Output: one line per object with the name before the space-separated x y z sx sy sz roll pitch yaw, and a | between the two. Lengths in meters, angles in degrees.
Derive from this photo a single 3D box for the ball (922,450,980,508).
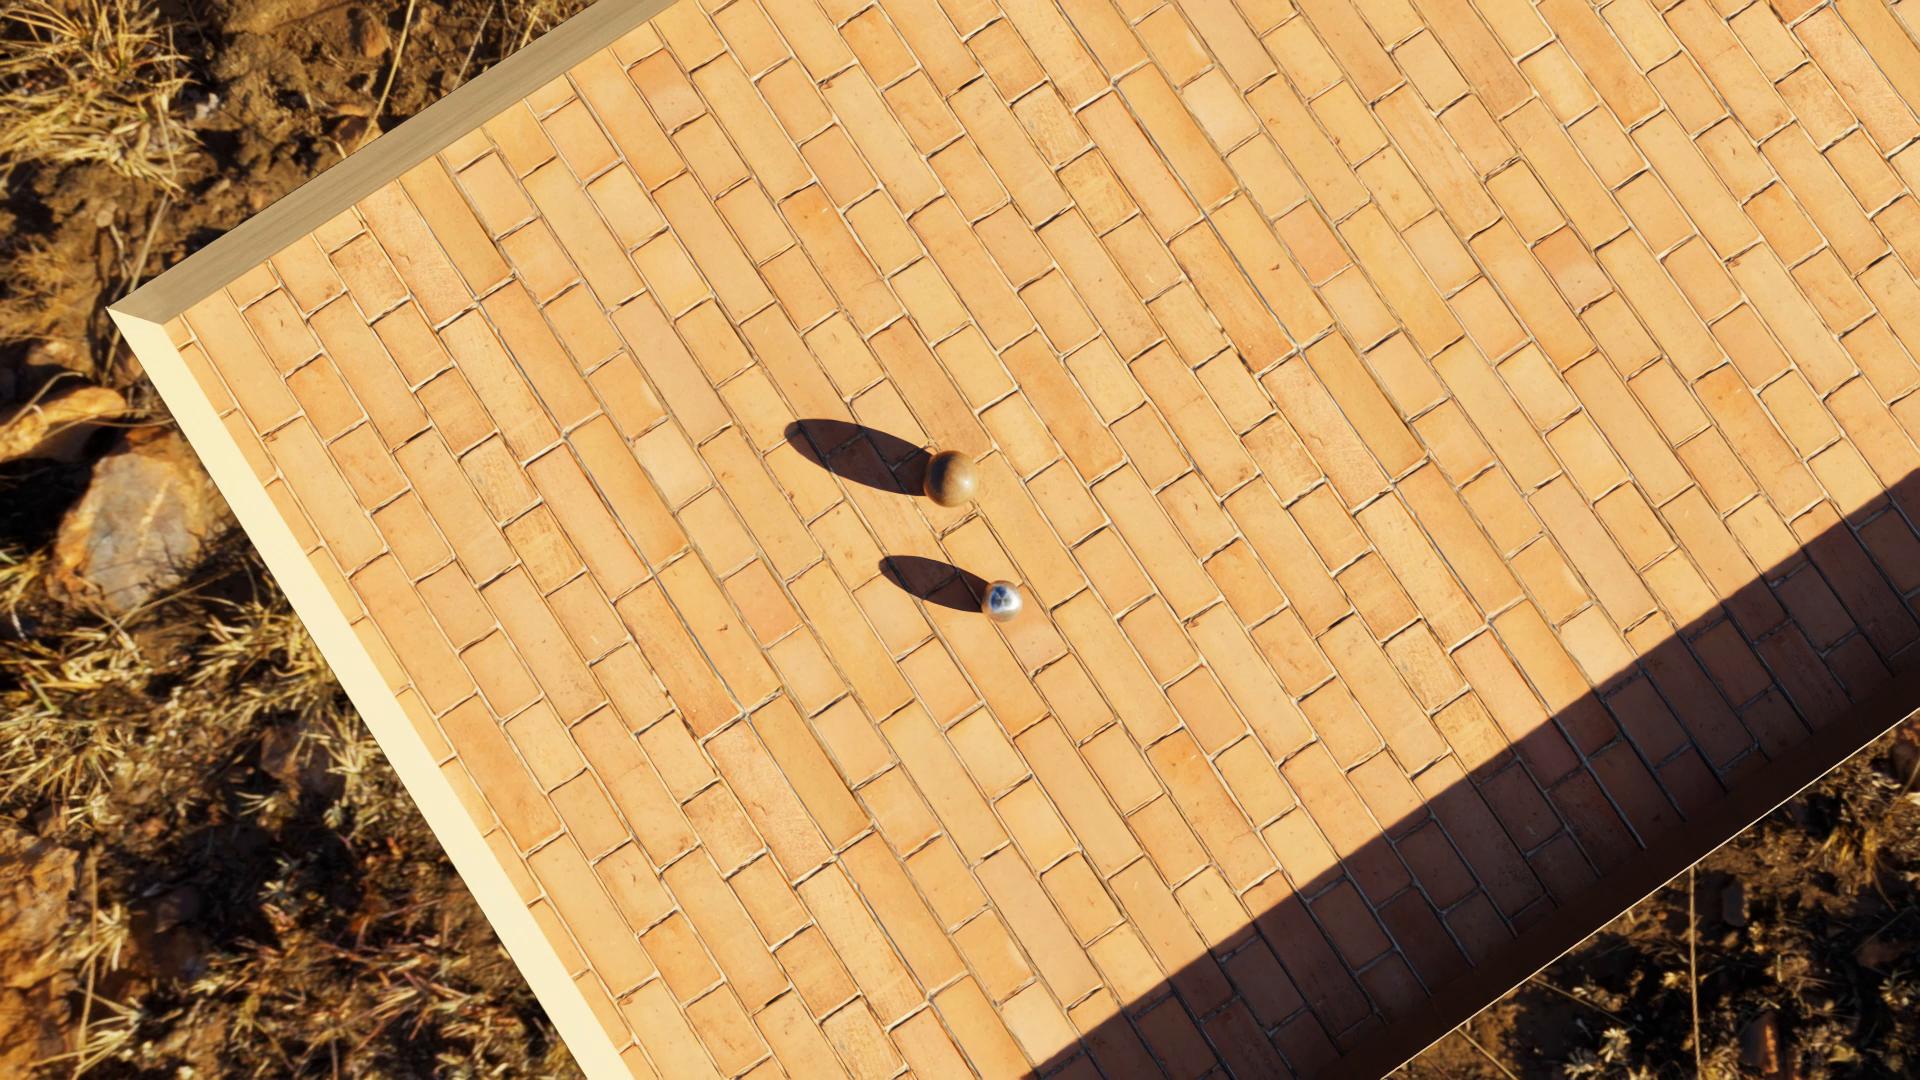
ball | -0.014 -0.091 3.267 0.087 0.087 0.087 0 82 0

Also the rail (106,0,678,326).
rail | 0.196 -1.259 3.409 3.454 0.113 0.045 -33 84 -4

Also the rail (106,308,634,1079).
rail | -0.700 0.457 3.179 0.045 0.113 1.944 -33 84 -4

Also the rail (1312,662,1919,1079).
rail | 1.243 0.309 3.199 3.454 0.113 0.045 -33 84 -4

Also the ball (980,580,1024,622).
ball | 0.062 0.091 3.254 0.064 0.064 0.064 0 82 0
